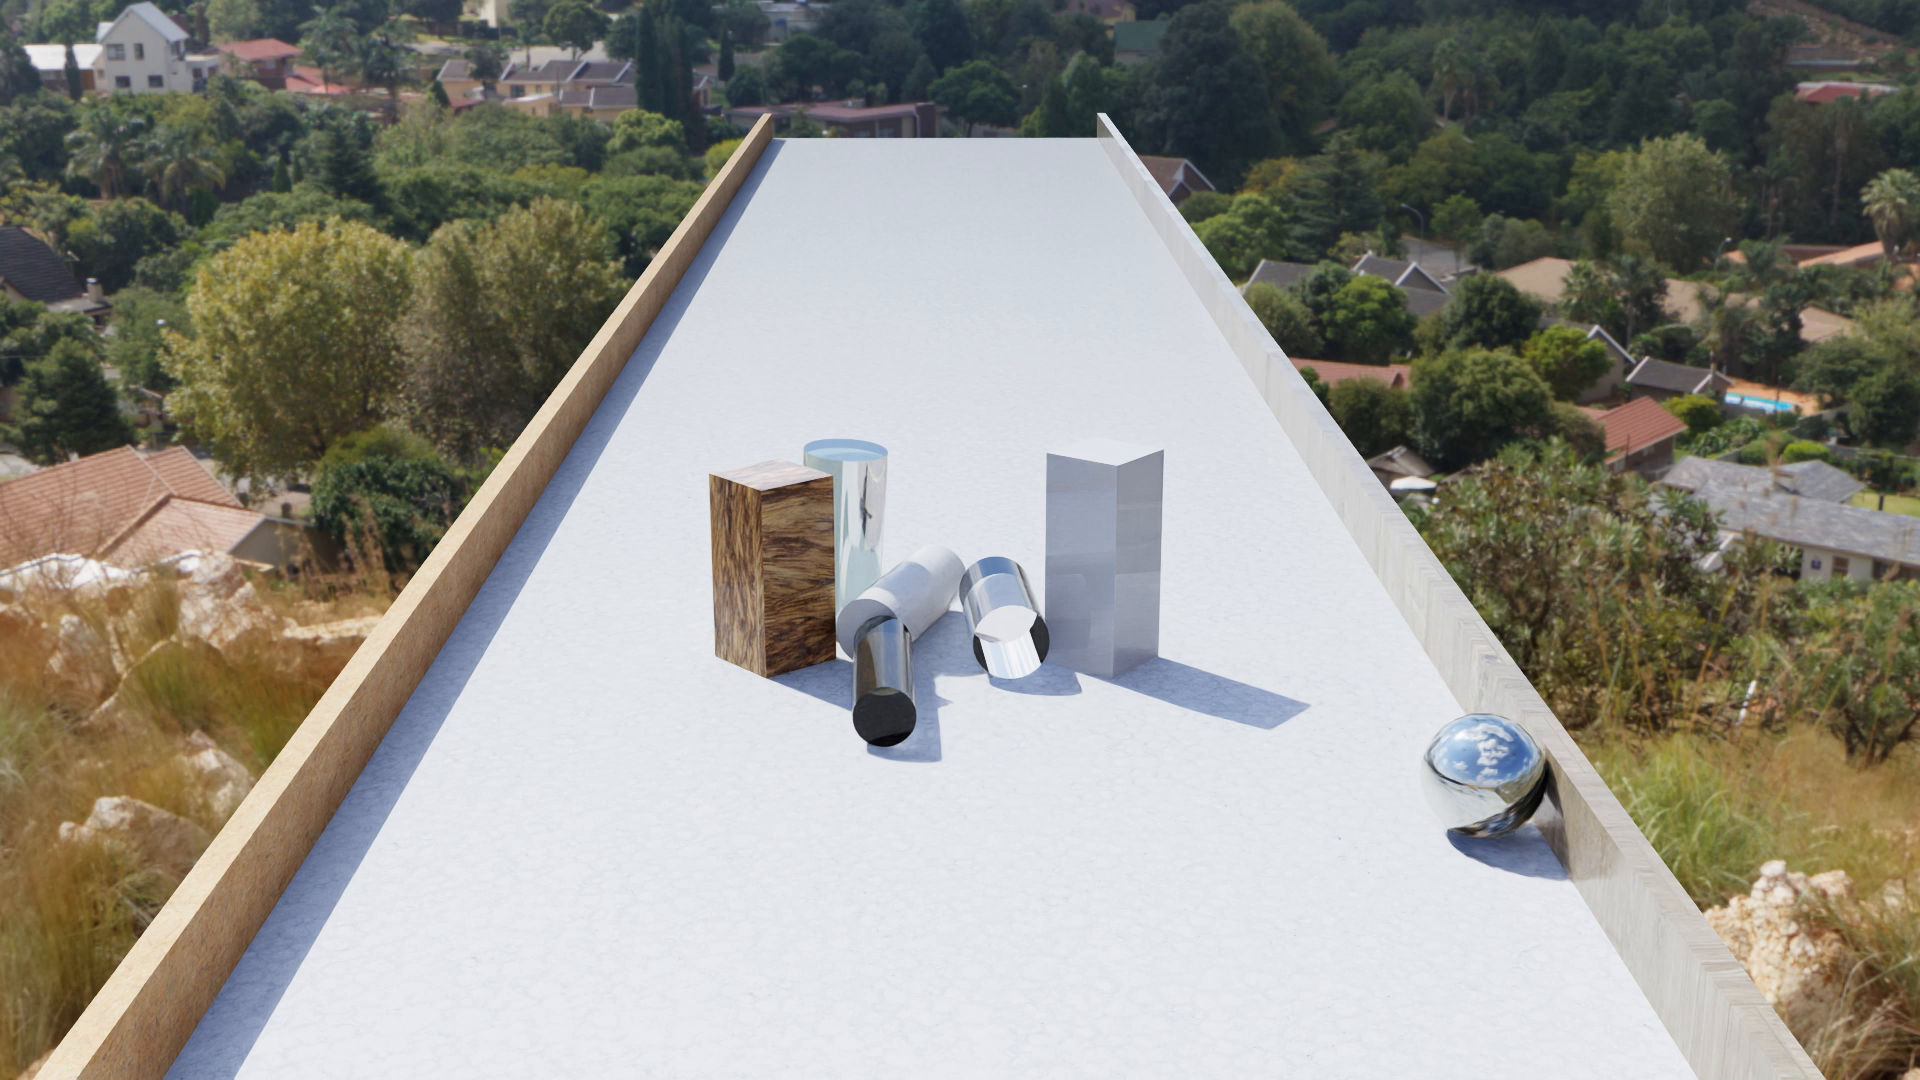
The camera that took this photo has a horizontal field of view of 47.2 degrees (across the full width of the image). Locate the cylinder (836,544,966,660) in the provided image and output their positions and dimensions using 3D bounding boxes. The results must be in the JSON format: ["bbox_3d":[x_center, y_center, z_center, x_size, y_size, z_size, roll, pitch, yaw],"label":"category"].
[{"bbox_3d":[-0.116,0.131,4.535,0.143,0.143,0.395,6,17,18],"label":"cylinder"}]

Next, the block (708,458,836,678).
[{"bbox_3d":[-0.372,0.054,4.376,0.174,0.382,0.174,-14,22,-39],"label":"block"}]

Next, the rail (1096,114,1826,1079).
[{"bbox_3d":[0.932,-0.844,7.801,0.050,0.150,12.000,0,17,-1],"label":"rail"}]

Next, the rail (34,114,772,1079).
[{"bbox_3d":[-1.118,-0.838,7.780,0.050,0.150,12.000,0,17,-1],"label":"rail"}]

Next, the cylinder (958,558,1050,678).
[{"bbox_3d":[0.087,0.153,4.448,0.152,0.152,0.328,-1,16,-5],"label":"cylinder"}]

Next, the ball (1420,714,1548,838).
[{"bbox_3d":[0.852,0.383,3.583,0.202,0.202,0.202,0,17,0],"label":"ball"}]

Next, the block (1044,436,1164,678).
[{"bbox_3d":[0.285,0.032,4.363,0.165,0.431,0.165,12,21,36],"label":"block"}]

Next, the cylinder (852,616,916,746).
[{"bbox_3d":[-0.144,0.261,4.143,0.116,0.116,0.401,-1,17,-2],"label":"cylinder"}]

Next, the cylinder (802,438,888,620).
[{"bbox_3d":[-0.247,-0.009,4.585,0.175,0.372,0.175,4,18,-1],"label":"cylinder"}]
